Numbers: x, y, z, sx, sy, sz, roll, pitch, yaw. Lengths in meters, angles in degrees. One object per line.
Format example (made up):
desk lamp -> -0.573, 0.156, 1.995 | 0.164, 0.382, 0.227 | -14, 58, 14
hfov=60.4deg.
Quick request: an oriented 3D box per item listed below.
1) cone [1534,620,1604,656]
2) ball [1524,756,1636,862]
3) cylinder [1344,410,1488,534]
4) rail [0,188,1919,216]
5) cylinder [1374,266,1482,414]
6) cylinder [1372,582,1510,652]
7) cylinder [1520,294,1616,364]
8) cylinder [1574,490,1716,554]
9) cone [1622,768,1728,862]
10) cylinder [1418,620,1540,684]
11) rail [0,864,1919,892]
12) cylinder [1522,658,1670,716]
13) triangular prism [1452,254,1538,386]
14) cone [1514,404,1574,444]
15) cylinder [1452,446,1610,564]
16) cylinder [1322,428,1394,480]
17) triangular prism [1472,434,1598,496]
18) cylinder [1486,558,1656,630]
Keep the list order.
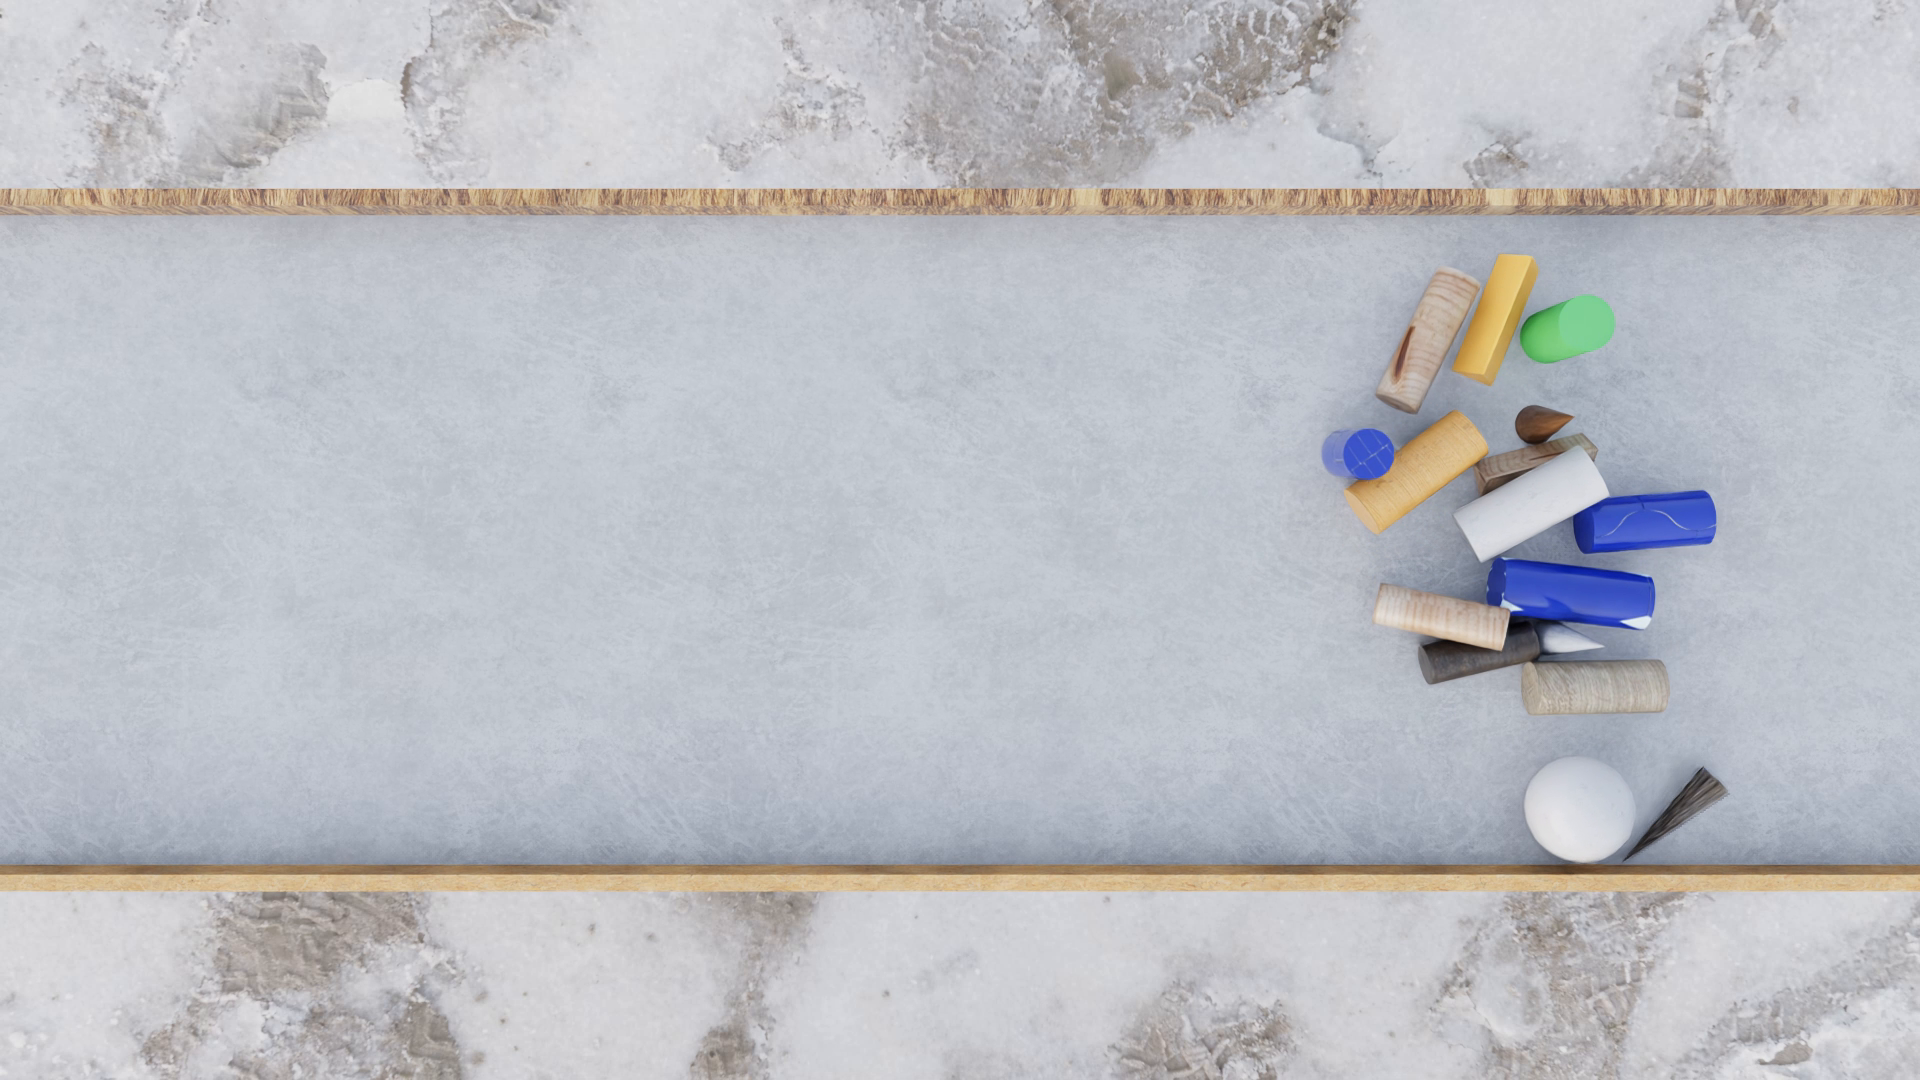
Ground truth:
cone -> 1.811, 0.299, 4.850 | 0.113, 0.453, 0.113 | 0, 90, 0
ball -> 1.848, 0.804, 4.920 | 0.313, 0.313, 0.313 | 0, 90, 0
cylinder -> 1.379, -0.205, 4.992 | 0.408, 0.170, 0.170 | -36, 90, 0
rail -> -2.247, -1.025, 5.002 | 12.000, 0.150, 0.050 | 0, 90, 0
cylinder -> 1.420, -0.605, 5.007 | 0.140, 0.140, 0.430 | 27, 90, 0
cylinder -> 1.446, 0.230, 4.961 | 0.382, 0.128, 0.128 | 12, 90, 16
cylinder -> 1.805, -0.625, 4.912 | 0.164, 0.328, 0.164 | 0, 90, 0
cylinder -> 2.070, -0.055, 4.993 | 0.365, 0.168, 0.168 | -4, 90, 0
cone -> 2.168, 0.862, 5.051 | 0.378, 0.102, 0.102 | -45, 90, 8
cylinder -> 1.576, 0.343, 5.016 | 0.333, 0.122, 0.122 | -13, 90, 0
rail -> -2.247, 1.025, 5.001 | 12.000, 0.150, 0.050 | 0, 90, 0
cylinder -> 1.921, 0.446, 4.995 | 0.388, 0.163, 0.163 | -1, 90, 0
triangular prism -> 1.646, -0.675, 5.016 | 0.132, 0.114, 0.386 | 22, 90, 0
cone -> 1.769, -0.355, 4.908 | 0.122, 0.338, 0.122 | 0, 90, 0
cylinder -> 1.707, -0.106, 4.948 | 0.415, 0.177, 0.177 | -30, 90, 12
cylinder -> 1.183, -0.258, 4.917 | 0.148, 0.309, 0.148 | 0, 94, 1
triangular prism -> 1.757, -0.230, 5.025 | 0.350, 0.097, 0.112 | -15, 90, 0
cylinder -> 1.845, 0.162, 4.991 | 0.448, 0.172, 0.172 | 7, 90, 0
